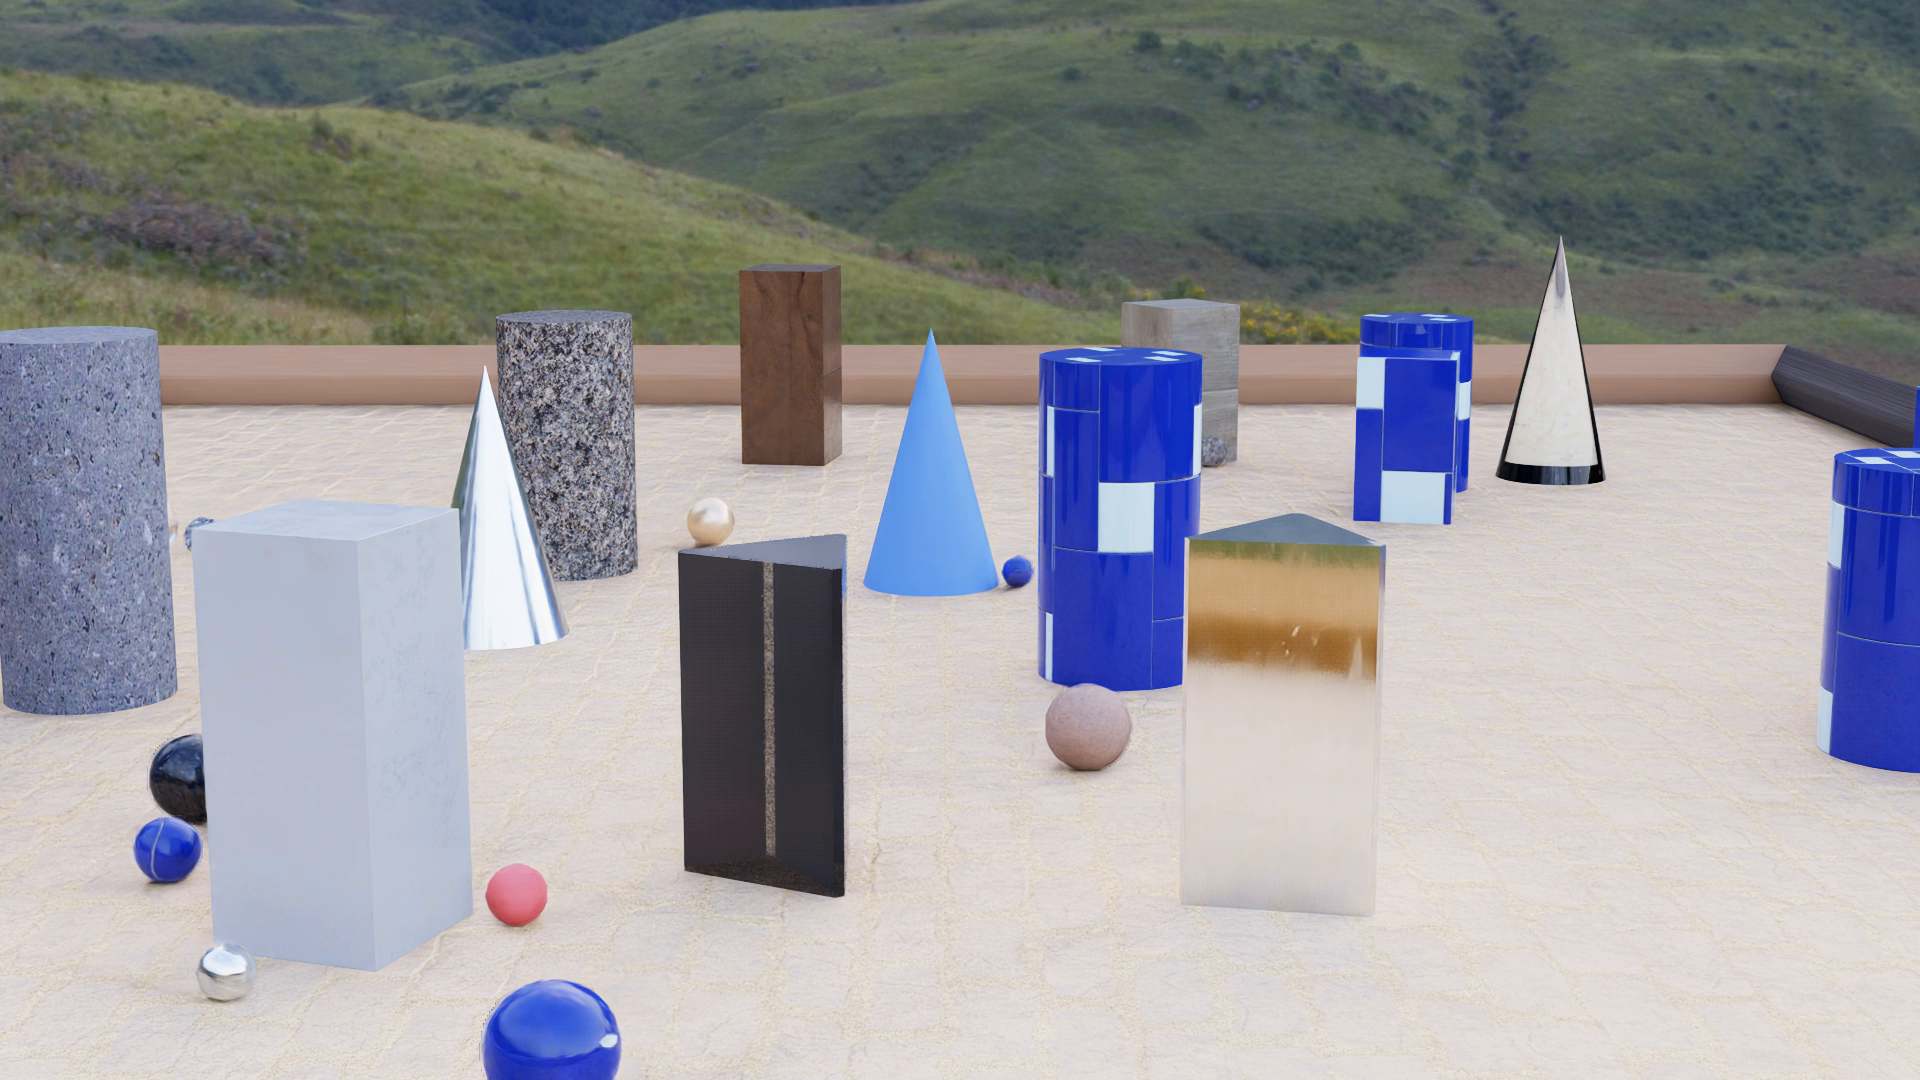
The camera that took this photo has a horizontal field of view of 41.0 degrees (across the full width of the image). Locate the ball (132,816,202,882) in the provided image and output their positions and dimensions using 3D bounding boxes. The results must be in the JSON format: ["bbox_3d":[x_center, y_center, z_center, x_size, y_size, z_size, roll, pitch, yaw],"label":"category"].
[{"bbox_3d":[-0.714,0.279,2.312,0.059,0.059,0.059,0,11,0],"label":"ball"}]

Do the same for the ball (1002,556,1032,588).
[{"bbox_3d":[0.081,0.045,3.613,0.043,0.043,0.043,0,11,0],"label":"ball"}]

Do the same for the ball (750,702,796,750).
[{"bbox_3d":[-0.201,0.200,2.760,0.051,0.051,0.051,0,11,0],"label":"ball"}]

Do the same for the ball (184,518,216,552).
[{"bbox_3d":[-1.133,-0.005,3.844,0.058,0.058,0.058,0,11,0],"label":"ball"}]

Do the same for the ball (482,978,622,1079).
[{"bbox_3d":[-0.285,0.356,1.793,0.097,0.097,0.097,0,11,0],"label":"ball"}]

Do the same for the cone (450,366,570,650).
[{"bbox_3d":[-0.604,-0.051,3.294,0.194,0.349,0.194,0,11,0],"label":"cone"}]

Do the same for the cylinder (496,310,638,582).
[{"bbox_3d":[-0.569,-0.140,3.718,0.194,0.369,0.194,0,11,0],"label":"cylinder"}]

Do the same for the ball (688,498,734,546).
[{"bbox_3d":[-0.381,-0.028,3.926,0.073,0.073,0.073,0,11,0],"label":"ball"}]

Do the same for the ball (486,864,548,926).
[{"bbox_3d":[-0.379,0.304,2.196,0.053,0.053,0.053,0,11,0],"label":"ball"}]

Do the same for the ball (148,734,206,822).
[{"bbox_3d":[-0.745,0.231,2.496,0.085,0.085,0.085,0,11,0],"label":"ball"}]

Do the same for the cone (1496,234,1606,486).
[{"bbox_3d":[1.055,-0.325,4.546,0.194,0.431,0.194,0,11,0],"label":"cone"}]

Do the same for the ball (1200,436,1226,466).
[{"bbox_3d":[0.461,-0.162,4.695,0.056,0.056,0.056,0,11,0],"label":"ball"}]

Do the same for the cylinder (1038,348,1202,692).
[{"bbox_3d":[0.191,-0.029,3.078,0.194,0.385,0.194,0,11,0],"label":"cylinder"}]

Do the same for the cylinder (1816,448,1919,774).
[{"bbox_3d":[1.022,0.071,2.730,0.194,0.314,0.194,0,11,0],"label":"cylinder"}]

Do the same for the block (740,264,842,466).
[{"bbox_3d":[-0.312,-0.327,4.758,0.155,0.356,0.155,2,11,10],"label":"block"}]

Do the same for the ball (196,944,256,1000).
[{"bbox_3d":[-0.578,0.340,2.021,0.045,0.045,0.045,0,11,0],"label":"ball"}]

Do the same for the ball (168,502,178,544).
[{"bbox_3d":[-1.222,-0.024,3.860,0.089,0.089,0.089,0,11,0],"label":"ball"}]

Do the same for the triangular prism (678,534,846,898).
[{"bbox_3d":[-0.144,0.152,2.346,0.168,0.296,0.146,6,12,28],"label":"triangular prism"}]

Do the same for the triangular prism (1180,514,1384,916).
[{"bbox_3d":[0.290,0.149,2.278,0.168,0.326,0.146,2,11,12],"label":"triangular prism"}]

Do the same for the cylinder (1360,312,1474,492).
[{"bbox_3d":[0.789,-0.239,4.456,0.194,0.294,0.194,0,11,0],"label":"cylinder"}]

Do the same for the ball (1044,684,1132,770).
[{"bbox_3d":[0.133,0.195,2.677,0.090,0.090,0.090,0,11,0],"label":"ball"}]

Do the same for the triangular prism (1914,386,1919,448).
[{"bbox_3d":[1.332,-0.048,3.400,0.146,0.304,0.168,8,13,38],"label":"triangular prism"}]

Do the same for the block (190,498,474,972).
[{"bbox_3d":[-0.522,0.158,2.149,0.155,0.357,0.155,4,11,19],"label":"block"}]

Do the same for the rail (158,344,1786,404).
[{"bbox_3d":[-0.012,-0.354,5.532,3.607,0.126,0.045,0,11,0],"label":"rail"}]

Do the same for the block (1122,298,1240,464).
[{"bbox_3d":[0.407,-0.294,4.763,0.155,0.290,0.155,-7,12,-32],"label":"block"}]

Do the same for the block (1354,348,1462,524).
[{"bbox_3d":[0.728,-0.171,4.174,0.155,0.263,0.155,2,11,13],"label":"block"}]

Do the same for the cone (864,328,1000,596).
[{"bbox_3d":[-0.041,-0.118,3.614,0.194,0.364,0.194,0,11,0],"label":"cone"}]

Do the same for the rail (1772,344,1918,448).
[{"bbox_3d":[1.780,0.031,3.459,0.045,0.126,4.284,0,11,0],"label":"rail"}]

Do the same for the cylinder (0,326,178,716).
[{"bbox_3d":[-1.016,-0.027,2.962,0.194,0.422,0.194,0,11,0],"label":"cylinder"}]
